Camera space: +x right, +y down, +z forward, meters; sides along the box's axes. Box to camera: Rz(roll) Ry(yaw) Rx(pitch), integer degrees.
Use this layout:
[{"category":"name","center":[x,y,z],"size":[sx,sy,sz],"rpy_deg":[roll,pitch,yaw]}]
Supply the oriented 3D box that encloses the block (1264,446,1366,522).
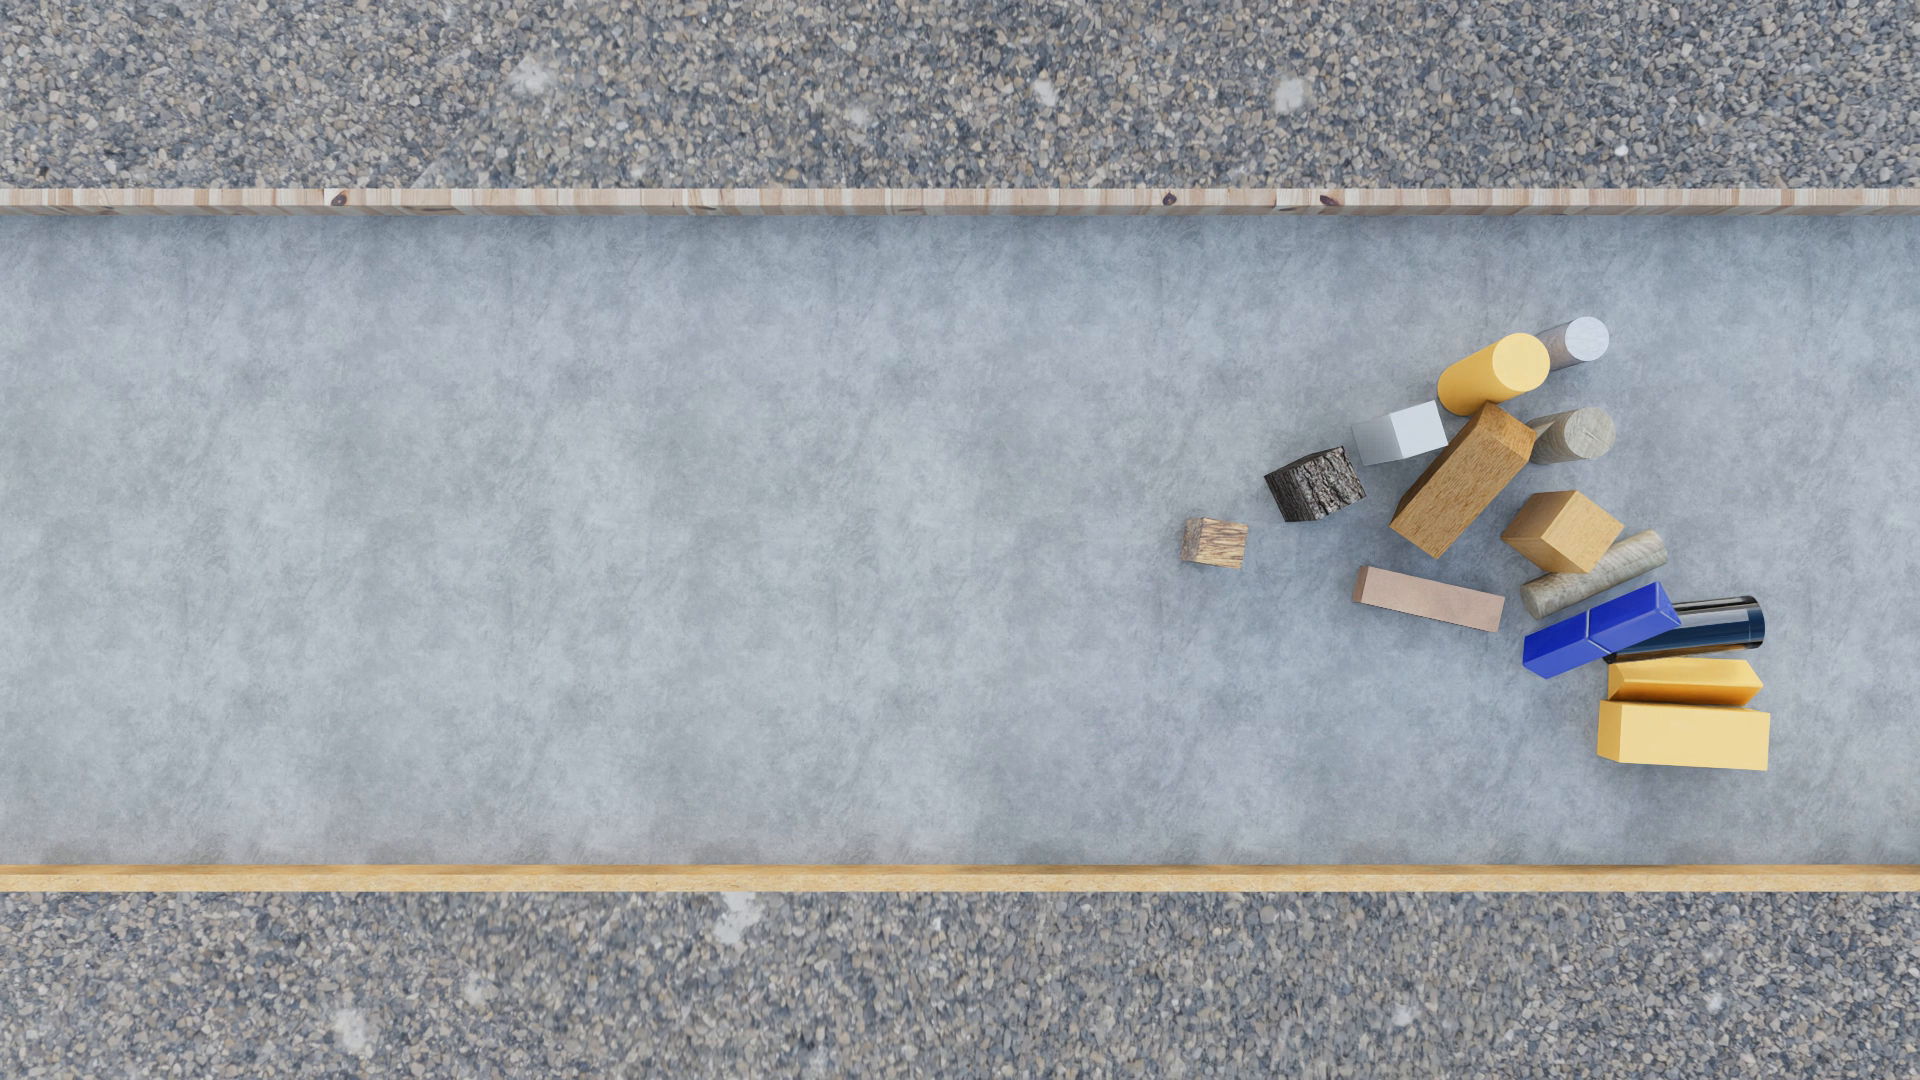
[{"category":"block","center":[1.039,-0.160,4.856],"size":[0.158,0.441,0.158],"rpy_deg":[-26,90,0]}]

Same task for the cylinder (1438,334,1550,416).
[{"category":"cylinder","center":[1.562,-0.481,4.849],"size":[0.166,0.440,0.166],"rpy_deg":[0,85,-3]}]

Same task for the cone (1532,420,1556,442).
[{"category":"cone","center":[1.628,-0.268,4.885],"size":[0.150,0.370,0.150],"rpy_deg":[14,60,-24]}]

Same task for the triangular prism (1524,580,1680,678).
[{"category":"triangular prism","center":[1.883,0.280,4.887],"size":[0.435,0.122,0.141],"rpy_deg":[-31,79,36]}]

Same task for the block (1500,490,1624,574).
[{"category":"block","center":[1.782,-0.023,4.897],"size":[0.172,0.358,0.172],"rpy_deg":[37,90,0]}]

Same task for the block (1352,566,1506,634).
[{"category":"block","center":[1.424,0.180,5.021],"size":[0.420,0.112,0.112],"rpy_deg":[13,90,0]}]

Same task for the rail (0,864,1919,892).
[{"category":"rail","center":[-2.247,1.025,5.001],"size":[12.000,0.150,0.050],"rpy_deg":[0,90,0]}]

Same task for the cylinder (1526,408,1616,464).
[{"category":"cylinder","center":[1.790,-0.305,4.882],"size":[0.147,0.390,0.147],"rpy_deg":[0,90,0]}]

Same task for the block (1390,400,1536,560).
[{"category":"block","center":[1.480,-0.175,4.864],"size":[0.174,0.174,0.435],"rpy_deg":[35,130,4]}]

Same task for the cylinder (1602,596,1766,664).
[{"category":"cylinder","center":[2.178,0.272,4.995],"size":[0.442,0.163,0.163],"rpy_deg":[-6,90,0]}]

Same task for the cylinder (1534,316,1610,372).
[{"category":"cylinder","center":[1.814,-0.582,4.923],"size":[0.128,0.306,0.128],"rpy_deg":[0,90,0]}]

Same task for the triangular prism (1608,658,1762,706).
[{"category":"triangular prism","center":[2.205,0.431,5.014],"size":[0.417,0.119,0.137],"rpy_deg":[2,90,0]}]

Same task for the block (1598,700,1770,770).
[{"category":"block","center":[2.186,0.588,4.991],"size":[0.441,0.170,0.170],"rpy_deg":[3,90,0]}]

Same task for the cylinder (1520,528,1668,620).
[{"category":"cylinder","center":[1.926,0.105,5.018],"size":[0.424,0.118,0.118],"rpy_deg":[-24,90,0]}]

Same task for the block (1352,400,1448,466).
[{"category":"block","center":[1.286,-0.310,4.848],"size":[0.131,0.457,0.131],"rpy_deg":[-17,90,0]}]

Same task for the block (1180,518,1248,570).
[{"category":"block","center":[0.749,0.010,4.890],"size":[0.129,0.373,0.129],"rpy_deg":[10,90,0]}]

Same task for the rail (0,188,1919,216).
[{"category":"rail","center":[-2.247,-1.025,5.002],"size":[12.000,0.150,0.050],"rpy_deg":[0,90,0]}]
